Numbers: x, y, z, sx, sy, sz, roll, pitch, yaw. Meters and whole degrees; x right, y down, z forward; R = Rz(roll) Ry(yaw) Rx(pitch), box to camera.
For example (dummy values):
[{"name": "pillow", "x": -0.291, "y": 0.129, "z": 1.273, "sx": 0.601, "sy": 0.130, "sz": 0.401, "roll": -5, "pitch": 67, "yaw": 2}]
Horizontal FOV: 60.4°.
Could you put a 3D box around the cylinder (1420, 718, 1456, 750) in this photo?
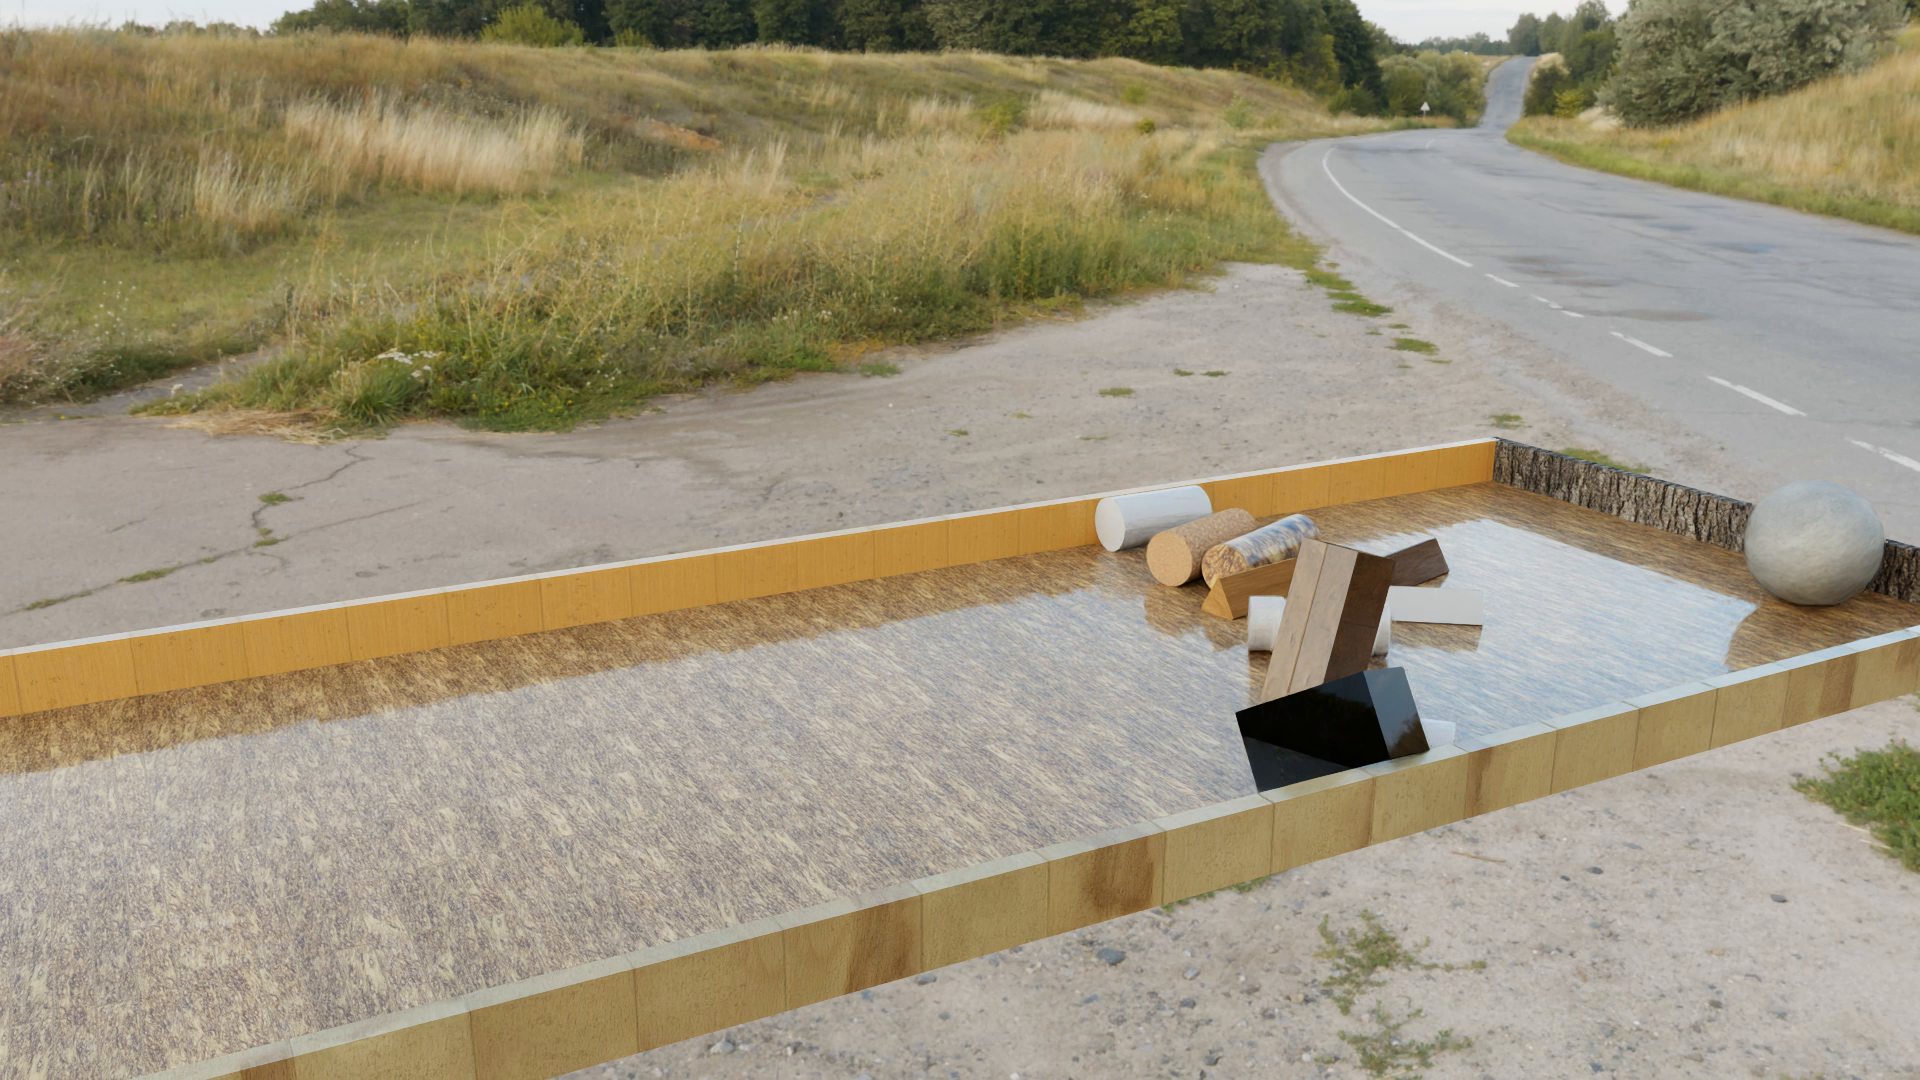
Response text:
[{"name": "cylinder", "x": 0.905, "y": 0.448, "z": 3.575, "sx": 0.314, "sy": 0.146, "sz": 0.146, "roll": 6, "pitch": 17, "yaw": 18}]

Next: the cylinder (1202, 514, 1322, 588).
[{"name": "cylinder", "x": 0.907, "y": 0.042, "z": 4.940, "sx": 0.154, "sy": 0.154, "sz": 0.436, "roll": 13, "pitch": 21, "yaw": 38}]

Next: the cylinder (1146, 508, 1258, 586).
[{"name": "cylinder", "x": 0.741, "y": 0.018, "z": 4.998, "sx": 0.166, "sy": 0.166, "sz": 0.363, "roll": 15, "pitch": 22, "yaw": 41}]

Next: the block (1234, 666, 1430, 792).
[{"name": "block", "x": 0.767, "y": 0.395, "z": 3.409, "sx": 0.310, "sy": 0.178, "sz": 0.178, "roll": -25, "pitch": -16, "yaw": 38}]

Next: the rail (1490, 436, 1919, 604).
[{"name": "rail", "x": 2.466, "y": -0.048, "z": 5.253, "sx": 0.050, "sy": 0.150, "sz": 2.100, "roll": -9, "pitch": 18, "yaw": -27}]

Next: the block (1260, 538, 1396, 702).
[{"name": "block", "x": 0.864, "y": 0.213, "z": 3.872, "sx": 0.158, "sy": 0.398, "sz": 0.158, "roll": 10, "pitch": 6, "yaw": -42}]

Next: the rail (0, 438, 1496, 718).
[{"name": "rail", "x": -3.305, "y": 0.497, "z": 3.399, "sx": 12.000, "sy": 0.150, "sz": 0.050, "roll": -9, "pitch": 18, "yaw": -27}]

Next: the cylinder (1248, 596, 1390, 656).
[{"name": "cylinder", "x": 0.938, "y": 0.227, "z": 4.328, "sx": 0.354, "sy": 0.144, "sz": 0.144, "roll": 2, "pitch": 16, "yaw": 7}]

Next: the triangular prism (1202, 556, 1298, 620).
[{"name": "triangular prism", "x": 0.895, "y": 0.119, "z": 4.750, "sx": 0.441, "sy": 0.106, "sz": 0.123, "roll": -12, "pitch": 20, "yaw": -36}]

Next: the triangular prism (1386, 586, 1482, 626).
[{"name": "triangular prism", "x": 1.246, "y": 0.171, "z": 4.608, "sx": 0.408, "sy": 0.087, "sz": 0.101, "roll": 3, "pitch": 17, "yaw": 9}]

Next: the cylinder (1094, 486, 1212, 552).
[{"name": "cylinder", "x": 0.622, "y": -0.071, "z": 5.293, "sx": 0.337, "sy": 0.172, "sz": 0.172, "roll": -9, "pitch": 18, "yaw": -27}]

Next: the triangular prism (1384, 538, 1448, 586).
[{"name": "triangular prism", "x": 1.311, "y": 0.076, "z": 4.912, "sx": 0.382, "sy": 0.097, "sz": 0.113, "roll": -15, "pitch": 22, "yaw": -42}]

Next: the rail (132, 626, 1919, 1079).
[{"name": "rail", "x": -2.336, "y": 1.006, "z": 1.665, "sx": 12.000, "sy": 0.150, "sz": 0.050, "roll": -9, "pitch": 18, "yaw": -27}]

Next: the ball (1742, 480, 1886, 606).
[{"name": "ball", "x": 2.426, "y": 0.007, "z": 4.692, "sx": 0.359, "sy": 0.359, "sz": 0.359, "roll": 0, "pitch": 16, "yaw": 0}]
